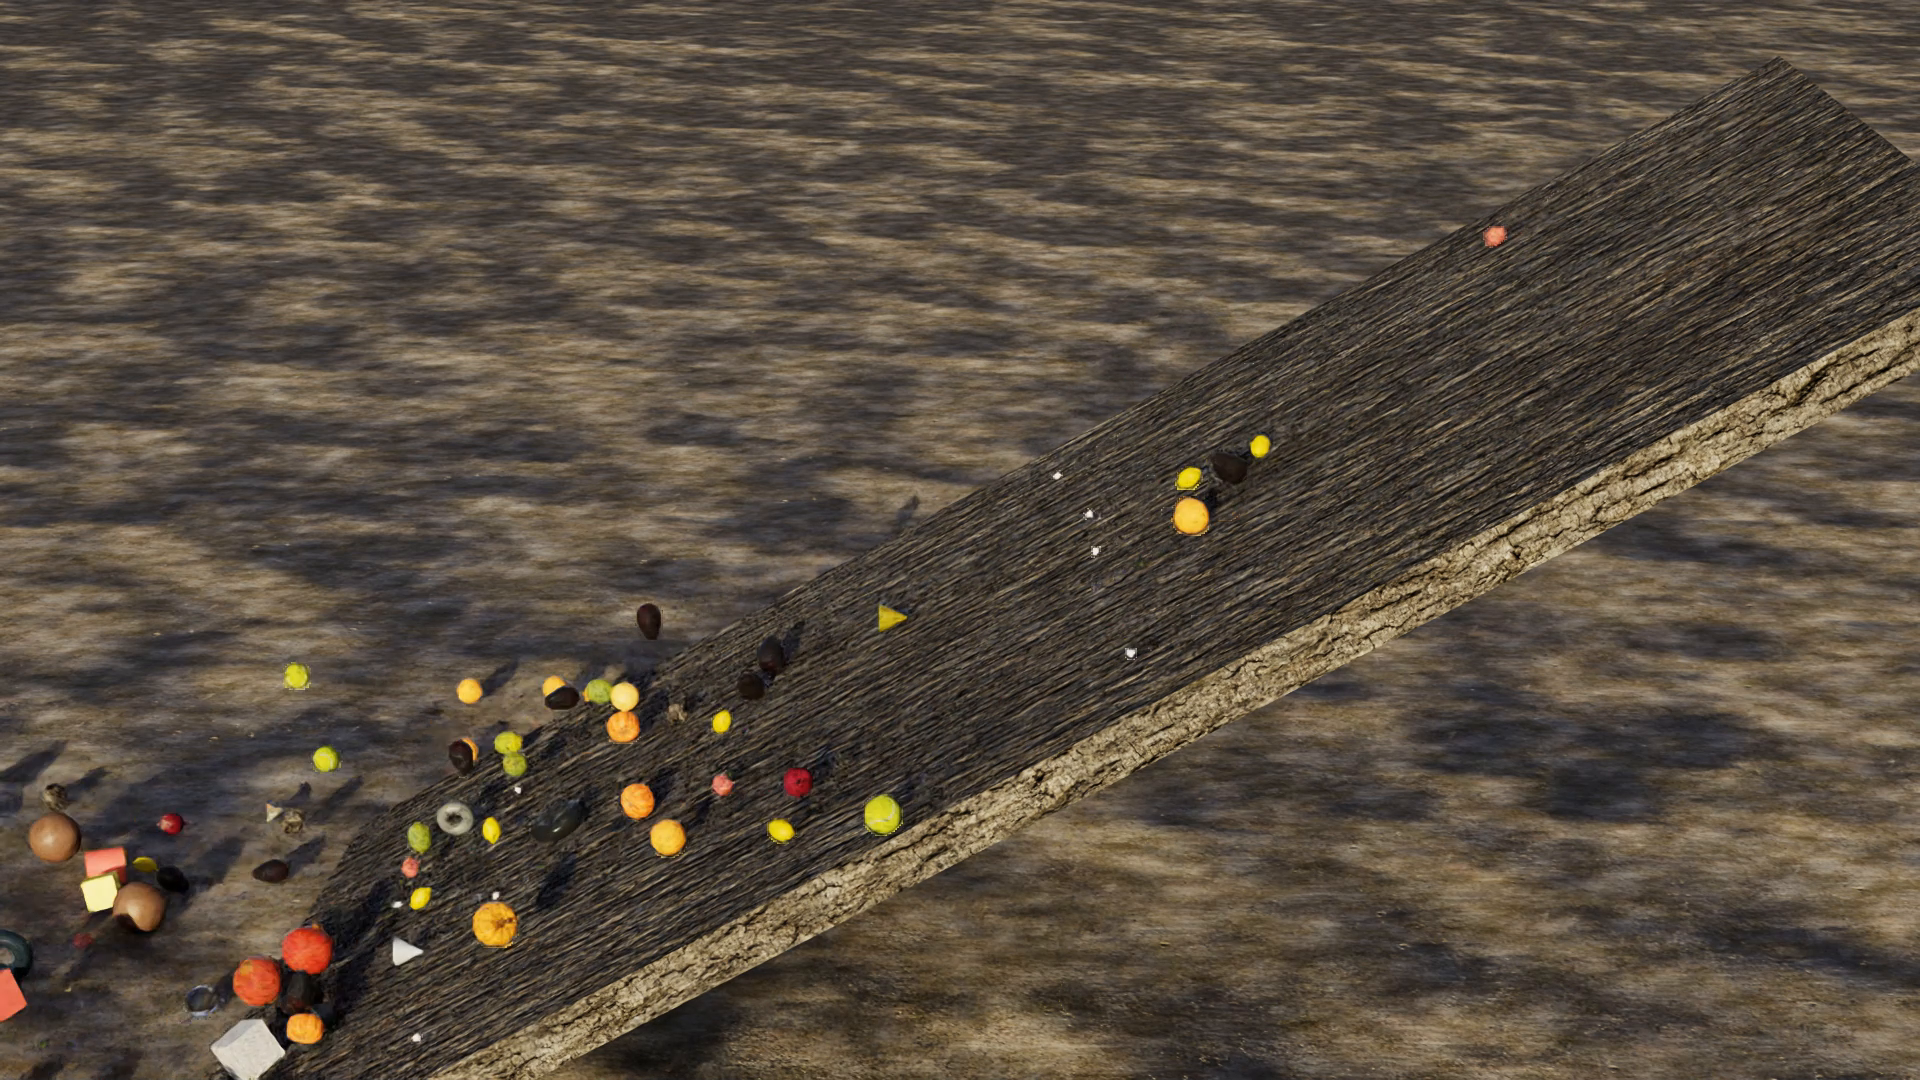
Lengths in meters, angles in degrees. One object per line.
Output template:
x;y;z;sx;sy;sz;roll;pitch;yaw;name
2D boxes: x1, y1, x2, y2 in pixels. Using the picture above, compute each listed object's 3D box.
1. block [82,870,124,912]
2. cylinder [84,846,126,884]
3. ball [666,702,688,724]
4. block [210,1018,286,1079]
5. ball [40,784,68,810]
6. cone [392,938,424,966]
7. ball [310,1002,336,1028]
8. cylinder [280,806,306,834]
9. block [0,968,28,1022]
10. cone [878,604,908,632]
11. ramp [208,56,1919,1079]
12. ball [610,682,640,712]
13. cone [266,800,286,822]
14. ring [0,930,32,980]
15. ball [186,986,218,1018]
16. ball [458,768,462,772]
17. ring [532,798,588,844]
-2.124;0.871;7.291;0.077;0.077;0.077;-14;4;-6;block
-2.171;0.831;7.474;0.092;0.092;0.092;-7;20;-19;cylinder
-0.657;0.402;6.822;0.052;0.052;0.052;0;19;0;ball
-1.505;1.078;6.217;0.093;0.093;0.093;-13;23;51;block
-2.440;0.693;7.918;0.071;0.071;0.071;0;19;0;ball
-1.182;0.886;6.330;0.062;0.062;0.062;-2;18;5;cone
-1.347;1.005;6.216;0.054;0.054;0.054;0;19;0;ball
-1.747;0.734;7.704;0.054;0.054;0.054;4;63;12;cylinder
-2.168;1.027;6.579;0.094;0.094;0.094;-16;12;35;block
-0.146;0.174;6.588;0.066;0.066;0.066;-1;18;8;cone
0.142;0.168;6.285;4.000;0.100;2.000;-28;15;12;ramp
-0.817;0.382;7.175;0.071;0.071;0.071;0;19;0;ball
-1.836;0.731;7.844;0.057;0.057;0.057;27;5;-2;cone
-2.252;0.982;6.939;0.131;0.131;0.044;1;14;2;ring
-1.755;1.068;6.804;0.073;0.073;0.073;0;19;0;ball
-1.293;0.626;7.679;0.061;0.061;0.061;0;19;0;ball
-0.894;0.628;6.566;0.139;0.046;0.139;-28;16;9;ring
